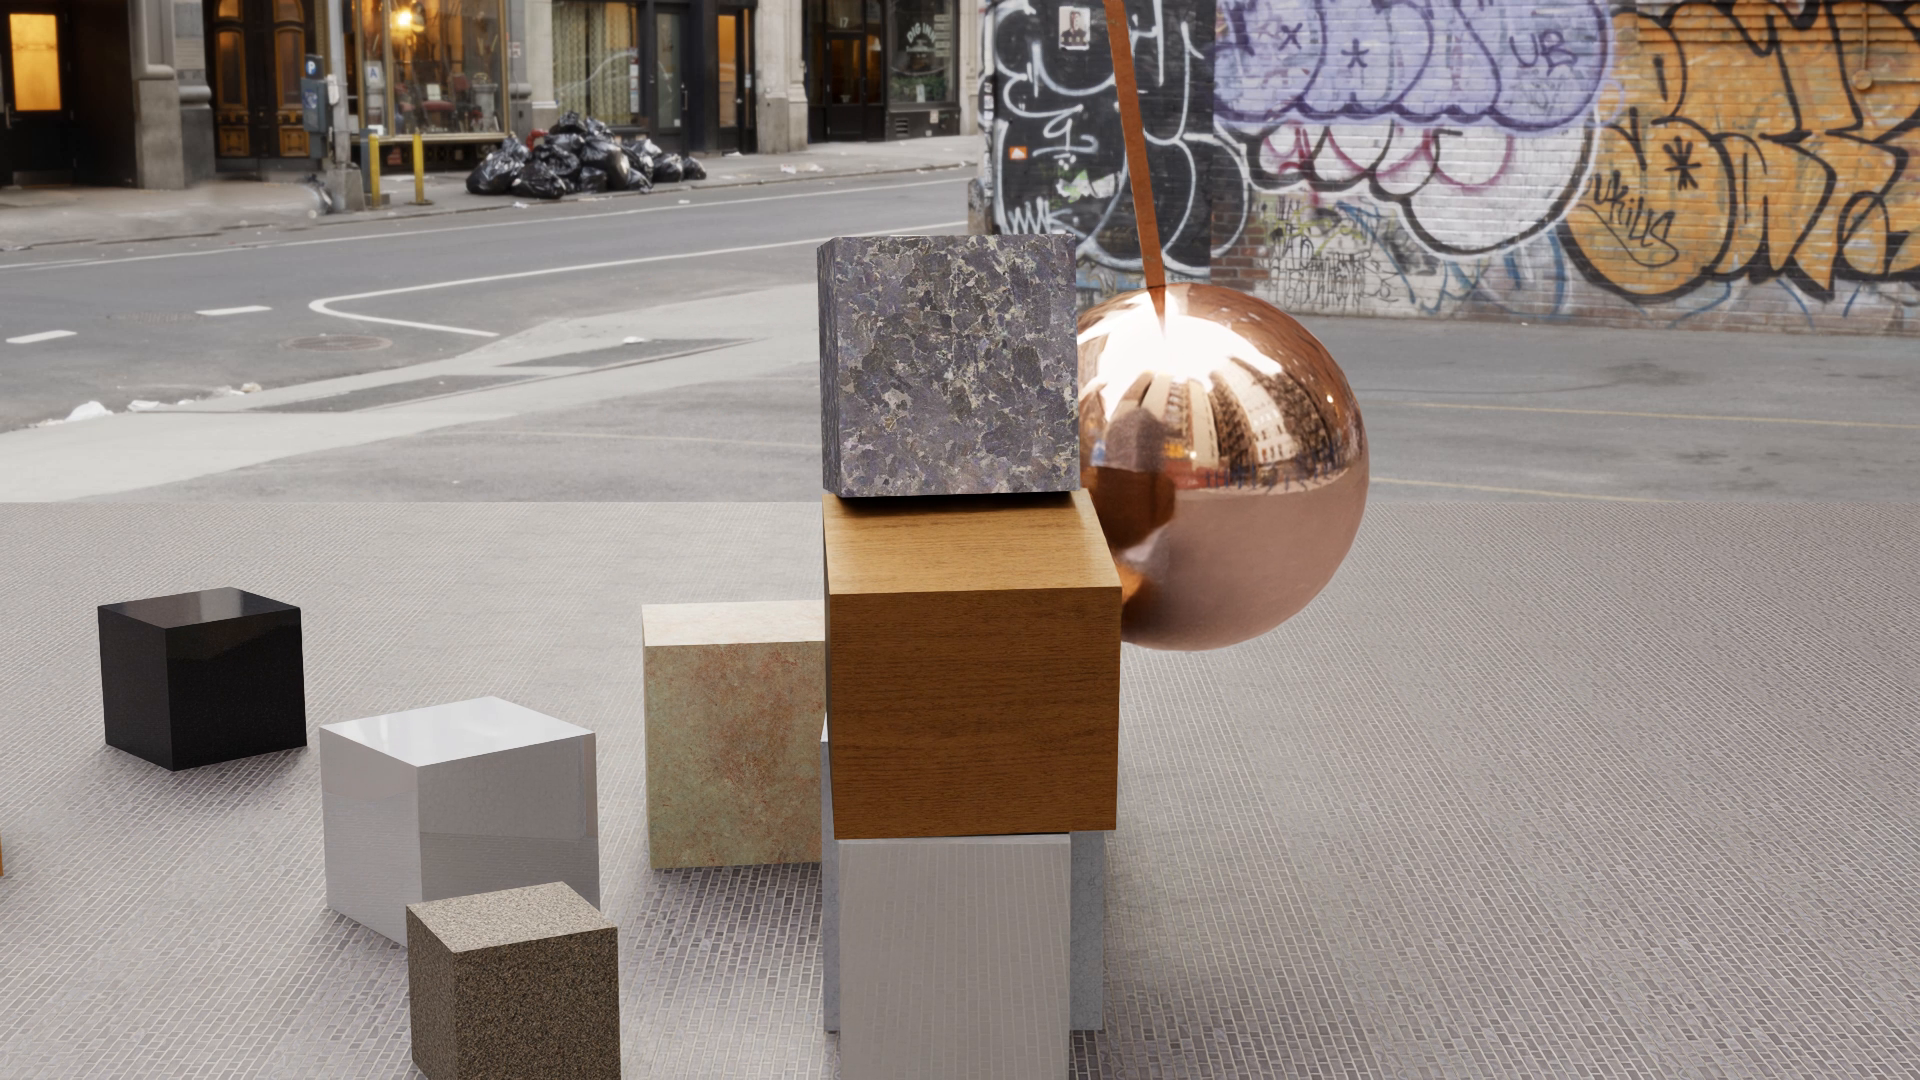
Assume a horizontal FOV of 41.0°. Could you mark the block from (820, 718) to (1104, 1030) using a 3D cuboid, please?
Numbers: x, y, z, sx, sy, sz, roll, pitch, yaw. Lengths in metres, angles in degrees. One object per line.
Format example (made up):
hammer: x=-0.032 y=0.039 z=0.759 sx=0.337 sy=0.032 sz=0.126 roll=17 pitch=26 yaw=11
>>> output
block: x=0.009 y=1.193 z=9.906 sx=1.037 sy=1.108 sz=0.949 roll=0 pitch=10 yaw=0

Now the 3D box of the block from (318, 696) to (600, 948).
block: x=-2.114 y=1.184 z=10.844 sx=0.833 sy=0.791 sz=0.845 roll=-9 pitch=13 yaw=-40

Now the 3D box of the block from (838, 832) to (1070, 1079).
block: x=-0.018 y=1.420 z=9.058 sx=0.777 sy=0.965 sz=0.786 roll=0 pitch=10 yaw=0

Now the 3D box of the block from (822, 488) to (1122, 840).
block: x=0.018 y=0.409 z=8.939 sx=0.954 sy=0.893 sz=0.941 roll=-2 pitch=21 yaw=-4

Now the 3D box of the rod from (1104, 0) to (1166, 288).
rod: x=0.419 y=-3.616 z=10.523 sx=0.080 sy=5.200 sz=0.080 roll=-9 pitch=10 yaw=2

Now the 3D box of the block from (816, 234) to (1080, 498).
block: x=-0.057 y=-0.634 z=9.322 sx=0.843 sy=0.900 sz=0.760 roll=-2 pitch=4 yaw=-8

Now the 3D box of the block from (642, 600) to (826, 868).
block: x=-0.966 y=0.877 z=11.888 sx=0.972 sy=1.021 sz=0.900 roll=-1 pitch=10 yaw=-8

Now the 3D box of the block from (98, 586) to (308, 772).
block: x=-3.997 y=0.717 z=13.534 sx=0.758 sy=0.746 sz=0.771 roll=-10 pitch=14 yaw=-42

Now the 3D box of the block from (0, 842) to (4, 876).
block: x=-4.814 y=1.059 z=11.522 sx=0.846 sy=0.793 sz=0.890 roll=-5 pitch=11 yaw=-25

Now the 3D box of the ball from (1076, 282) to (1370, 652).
ball: x=0.968 y=-0.314 z=11.123 sx=1.600 sy=1.600 sz=1.600 roll=0 pitch=10 yaw=0

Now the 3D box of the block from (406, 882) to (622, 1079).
block: x=-1.584 y=1.609 z=9.086 sx=0.585 sy=0.583 sz=0.573 roll=-5 pitch=12 yaw=-27

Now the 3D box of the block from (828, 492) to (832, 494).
block: x=-0.138 y=-0.026 z=12.617 sx=0.797 sy=0.893 sz=0.798 roll=3 pitch=11 yaw=16
